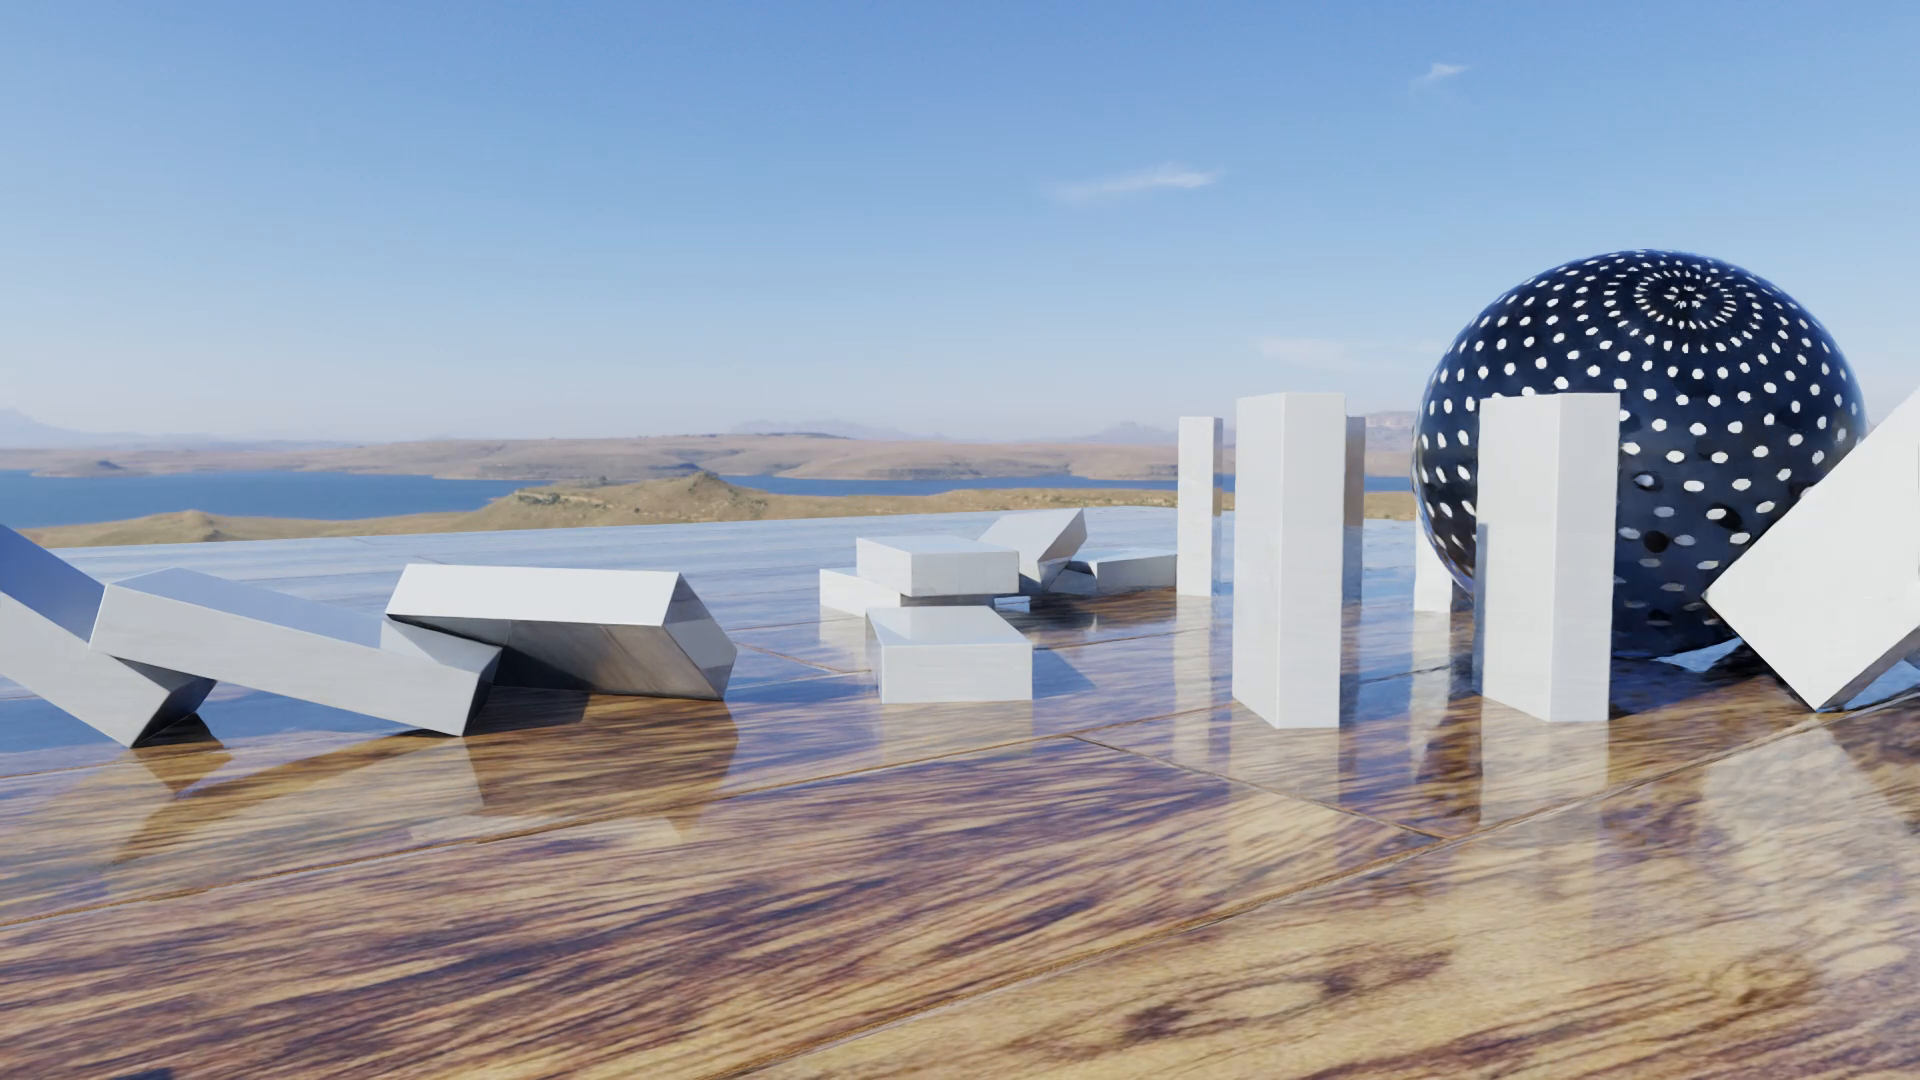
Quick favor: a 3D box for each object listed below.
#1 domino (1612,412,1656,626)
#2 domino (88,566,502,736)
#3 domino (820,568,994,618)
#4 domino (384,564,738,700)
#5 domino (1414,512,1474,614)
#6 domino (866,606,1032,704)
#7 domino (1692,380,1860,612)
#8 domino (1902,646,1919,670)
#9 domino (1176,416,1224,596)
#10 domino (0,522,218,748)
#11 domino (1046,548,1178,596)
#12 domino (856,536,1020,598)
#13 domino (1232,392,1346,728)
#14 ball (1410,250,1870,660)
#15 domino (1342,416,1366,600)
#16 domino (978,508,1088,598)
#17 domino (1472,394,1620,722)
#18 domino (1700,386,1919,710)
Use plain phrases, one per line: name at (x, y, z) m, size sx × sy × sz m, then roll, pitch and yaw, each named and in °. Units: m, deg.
domino at (0.153, -0.005, 0.305) m, size 0.025 × 0.050 × 0.009 m, roll -3°, pitch 5°, yaw -32°
domino at (-0.097, 0.016, 0.193) m, size 0.050 × 0.009 × 0.025 m, roll 16°, pitch 1°, yaw -13°
domino at (-0.014, 0.014, 0.324) m, size 0.025 × 0.009 × 0.050 m, roll -2°, pitch 5°, yaw -28°
domino at (-0.065, 0.015, 0.213) m, size 0.050 × 0.009 × 0.025 m, roll 1°, pitch -33°, yaw 16°
domino at (0.129, -0.007, 0.333) m, size 0.009 × 0.050 × 0.025 m, roll 4°, pitch 6°, yaw 44°
domino at (-0.004, 0.020, 0.236) m, size 0.025 × 0.010 × 0.050 m, roll -1°, pitch 4°, yaw -7°
domino at (0.177, -0.006, 0.278) m, size 0.025 × 0.050 × 0.009 m, roll 24°, pitch -7°, yaw -27°
domino at (0.179, -0.002, 0.225) m, size 0.025 × 0.050 × 0.010 m, roll 41°, pitch 21°, yaw 19°
domino at (0.069, -0.010, 0.369) m, size 0.009 × 0.050 × 0.025 m, roll 1°, pitch 4°, yaw 17°
domino at (-0.136, 0.010, 0.186) m, size 0.050 × 0.009 × 0.025 m, roll 36°, pitch -4°, yaw -13°
domino at (0.047, 0.009, 0.384) m, size 0.050 × 0.009 × 0.025 m, roll -4°, pitch 6°, yaw -45°
domino at (-0.006, 0.006, 0.304) m, size 0.025 × 0.010 × 0.050 m, roll -1°, pitch 5°, yaw -18°
domino at (0.051, 0.002, 0.203) m, size 0.009 × 0.050 × 0.025 m, roll 0°, pitch 4°, yaw -3°
ball at (0.131, -0.017, 0.254) m, size 0.080 × 0.080 × 0.080 m, roll 0°, pitch 4°, yaw 0°
domino at (0.103, -0.009, 0.354) m, size 0.009 × 0.050 × 0.025 m, roll 3°, pitch 5°, yaw 33°
domino at (0.018, 0.003, 0.364) m, size 0.025 × 0.009 × 0.050 m, roll -5°, pitch 16°, yaw 21°
domino at (0.094, 0.002, 0.207) m, size 0.009 × 0.050 × 0.025 m, roll 0°, pitch 4°, yaw -4°
domino at (0.144, 0.000, 0.198) m, size 0.009 × 0.050 × 0.025 m, roll 1°, pitch 44°, yaw -33°
